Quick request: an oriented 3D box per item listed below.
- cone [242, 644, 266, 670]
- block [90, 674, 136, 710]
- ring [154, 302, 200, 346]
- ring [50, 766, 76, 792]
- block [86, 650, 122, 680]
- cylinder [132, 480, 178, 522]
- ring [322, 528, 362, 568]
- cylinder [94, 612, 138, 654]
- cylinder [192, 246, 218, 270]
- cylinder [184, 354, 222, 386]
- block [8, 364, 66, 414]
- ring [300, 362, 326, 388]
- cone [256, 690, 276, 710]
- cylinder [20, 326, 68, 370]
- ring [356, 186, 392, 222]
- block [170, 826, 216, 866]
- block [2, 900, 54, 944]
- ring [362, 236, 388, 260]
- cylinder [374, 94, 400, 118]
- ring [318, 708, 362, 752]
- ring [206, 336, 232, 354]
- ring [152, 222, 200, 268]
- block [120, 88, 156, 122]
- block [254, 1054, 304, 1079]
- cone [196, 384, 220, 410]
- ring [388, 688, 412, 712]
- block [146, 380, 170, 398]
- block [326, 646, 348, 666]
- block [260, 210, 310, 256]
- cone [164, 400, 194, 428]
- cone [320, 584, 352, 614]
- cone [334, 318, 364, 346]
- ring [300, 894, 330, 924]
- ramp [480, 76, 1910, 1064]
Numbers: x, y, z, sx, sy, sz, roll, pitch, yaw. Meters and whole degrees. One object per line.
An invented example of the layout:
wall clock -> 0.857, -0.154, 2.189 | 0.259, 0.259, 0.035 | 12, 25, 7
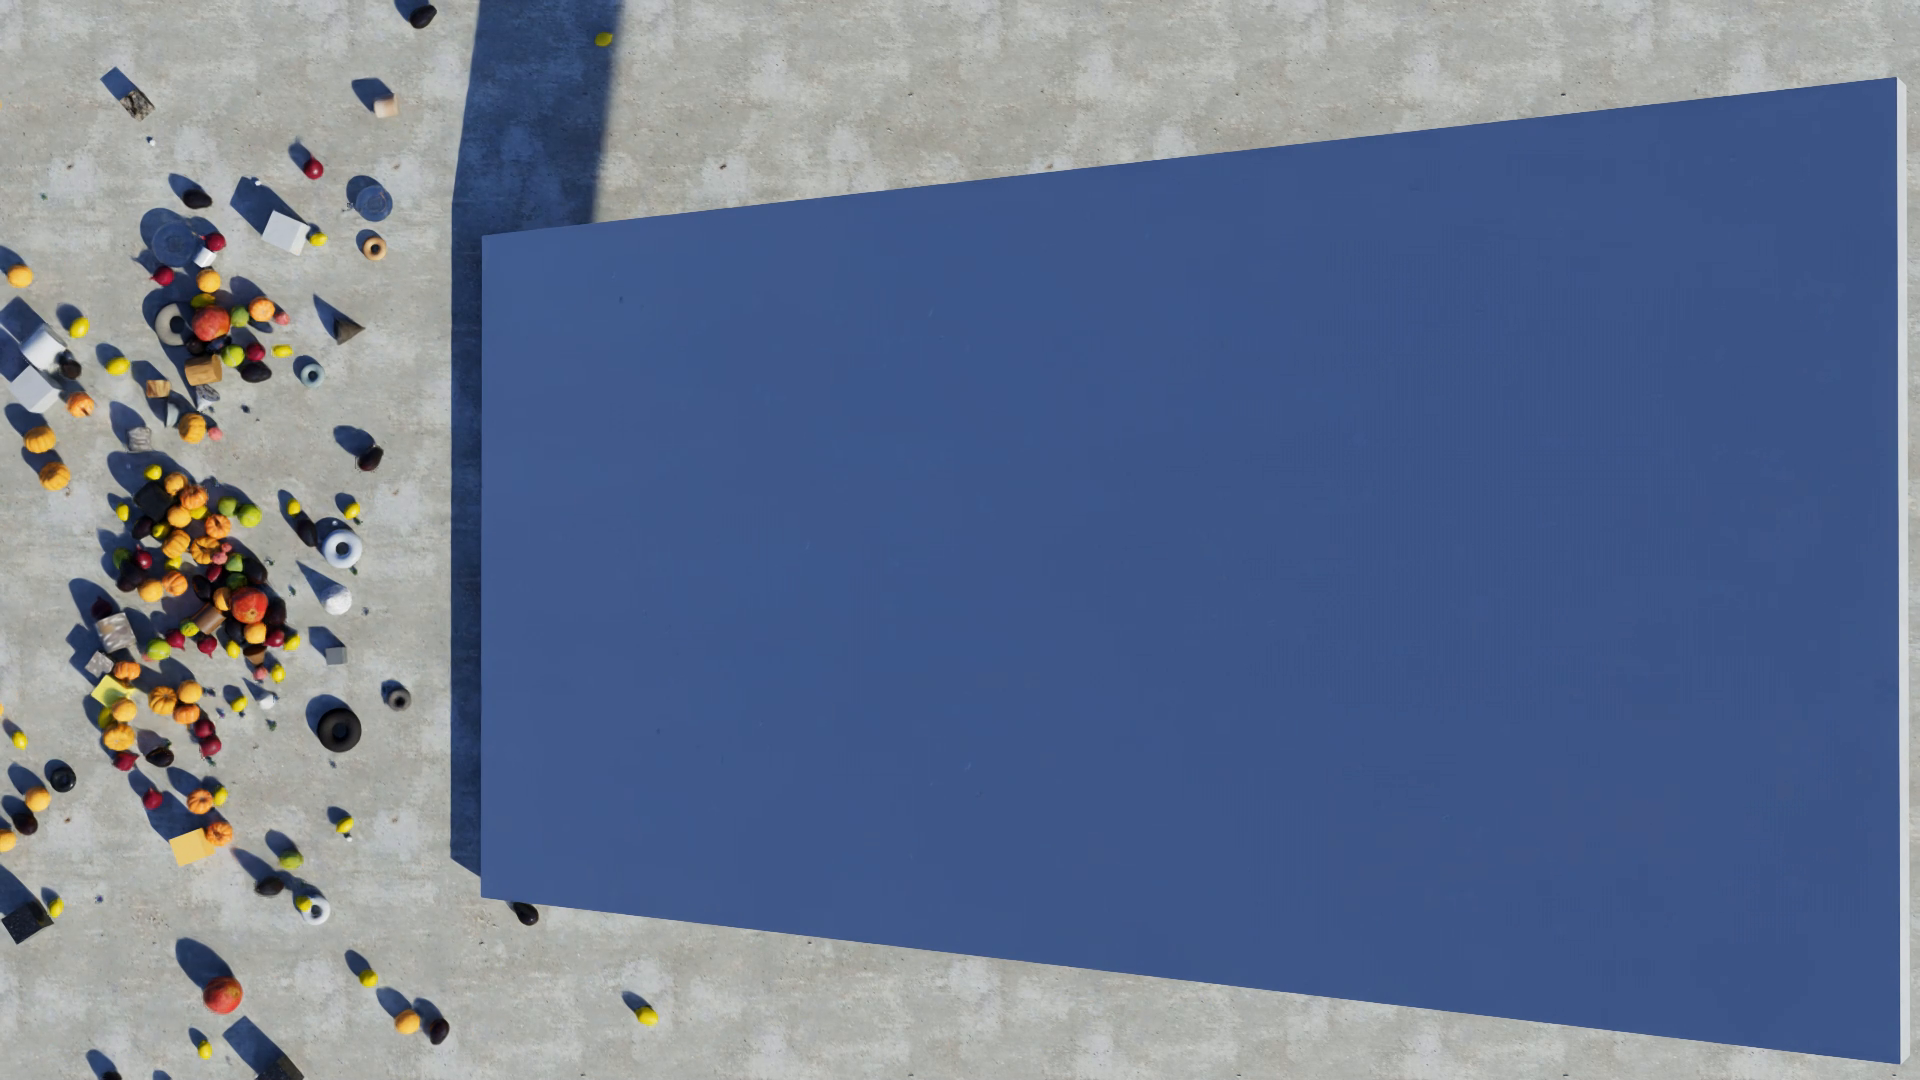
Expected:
cone -> -2.142, 0.367, 6.708 | 0.072, 0.072, 0.072 | -8, 116, 0
block -> -2.573, 0.461, 6.684 | 0.077, 0.077, 0.077 | 37, 90, 1
ring -> -2.389, -0.660, 6.710 | 0.139, 0.046, 0.139 | 0, 88, -1
ring -> -2.736, 0.732, 6.708 | 0.079, 0.026, 0.079 | 0, 88, 0
block -> -2.606, 0.380, 6.691 | 0.065, 0.065, 0.065 | 35, 90, 0
cylinder -> -2.445, -0.117, 6.682 | 0.092, 0.092, 0.092 | 41, 90, 0
ring -> -1.884, 0.026, 6.707 | 0.122, 0.041, 0.122 | 0, 88, 0
cylinder -> -2.565, 0.283, 6.677 | 0.095, 0.095, 0.095 | -29, 81, 0
cylinder -> -2.305, -0.862, 6.707 | 0.055, 0.055, 0.055 | 35, 90, 0
cylinder -> -2.301, -0.517, 6.689 | 0.084, 0.084, 0.084 | -10, 90, 0
block -> -2.805, -0.458, 6.681 | 0.100, 0.100, 0.100 | -44, 90, 0
ring -> -1.979, -0.504, 6.718 | 0.080, 0.027, 0.080 | 0, 89, 1
cone -> -2.122, 0.489, 6.694 | 0.057, 0.057, 0.057 | 0, 90, 0
cylinder -> -2.784, -0.585, 6.684 | 0.097, 0.097, 0.097 | -44, 90, 0
ring -> -1.788, -1.027, 6.717 | 0.113, 0.038, 0.113 | 0, 91, 0
block -> -2.330, 0.931, 6.676 | 0.087, 0.087, 0.087 | -21, 90, 0
block -> -2.829, 1.158, 6.672 | 0.090, 0.090, 0.090 | -33, 90, 0
ring -> -1.789, -0.891, 6.722 | 0.077, 0.026, 0.077 | 0, 90, 1
cylinder -> -1.748, -1.322, 6.706 | 0.065, 0.065, 0.065 | -8, 90, 0
ring -> -1.891, 0.580, 6.700 | 0.136, 0.045, 0.136 | 0, 90, 1
ring -> -2.254, -0.593, 6.691 | 0.087, 0.087, 0.029 | -34, 92, 0
ring -> -2.394, -0.902, 6.711 | 0.143, 0.048, 0.143 | 0, 91, -1
block -> -2.507, -1.327, 6.706 | 0.064, 0.064, 0.064 | -39, 90, 0
block -> -2.065, 1.635, 6.666 | 0.093, 0.093, 0.093 | -40, 90, 0
cone -> -2.312, -0.420, 6.713 | 0.077, 0.077, 0.077 | 39, 116, 0
ring -> -1.711, 0.487, 6.711 | 0.075, 0.025, 0.075 | 0, 90, 1
block -> -2.444, -0.460, 6.705 | 0.051, 0.051, 0.051 | 1, 90, 0
block -> -1.899, 0.353, 6.698 | 0.051, 0.051, 0.051 | -4, 90, 0
block -> -2.049, -0.932, 6.687 | 0.095, 0.095, 0.095 | 23, 90, 0
cone -> -2.377, -0.381, 6.711 | 0.087, 0.087, 0.087 | 2, 89, -27
cone -> -1.908, 0.181, 6.678 | 0.096, 0.096, 0.096 | 0, 90, 0
cone -> -1.858, -0.641, 6.713 | 0.086, 0.086, 0.086 | -10, 89, -27
ring -> -1.964, 1.126, 6.702 | 0.094, 0.031, 0.094 | 0, 90, 4
ramp -> 0.255, 0.070, 5.589 | 4.000, 0.100, 2.000 | 0, 89, 33
